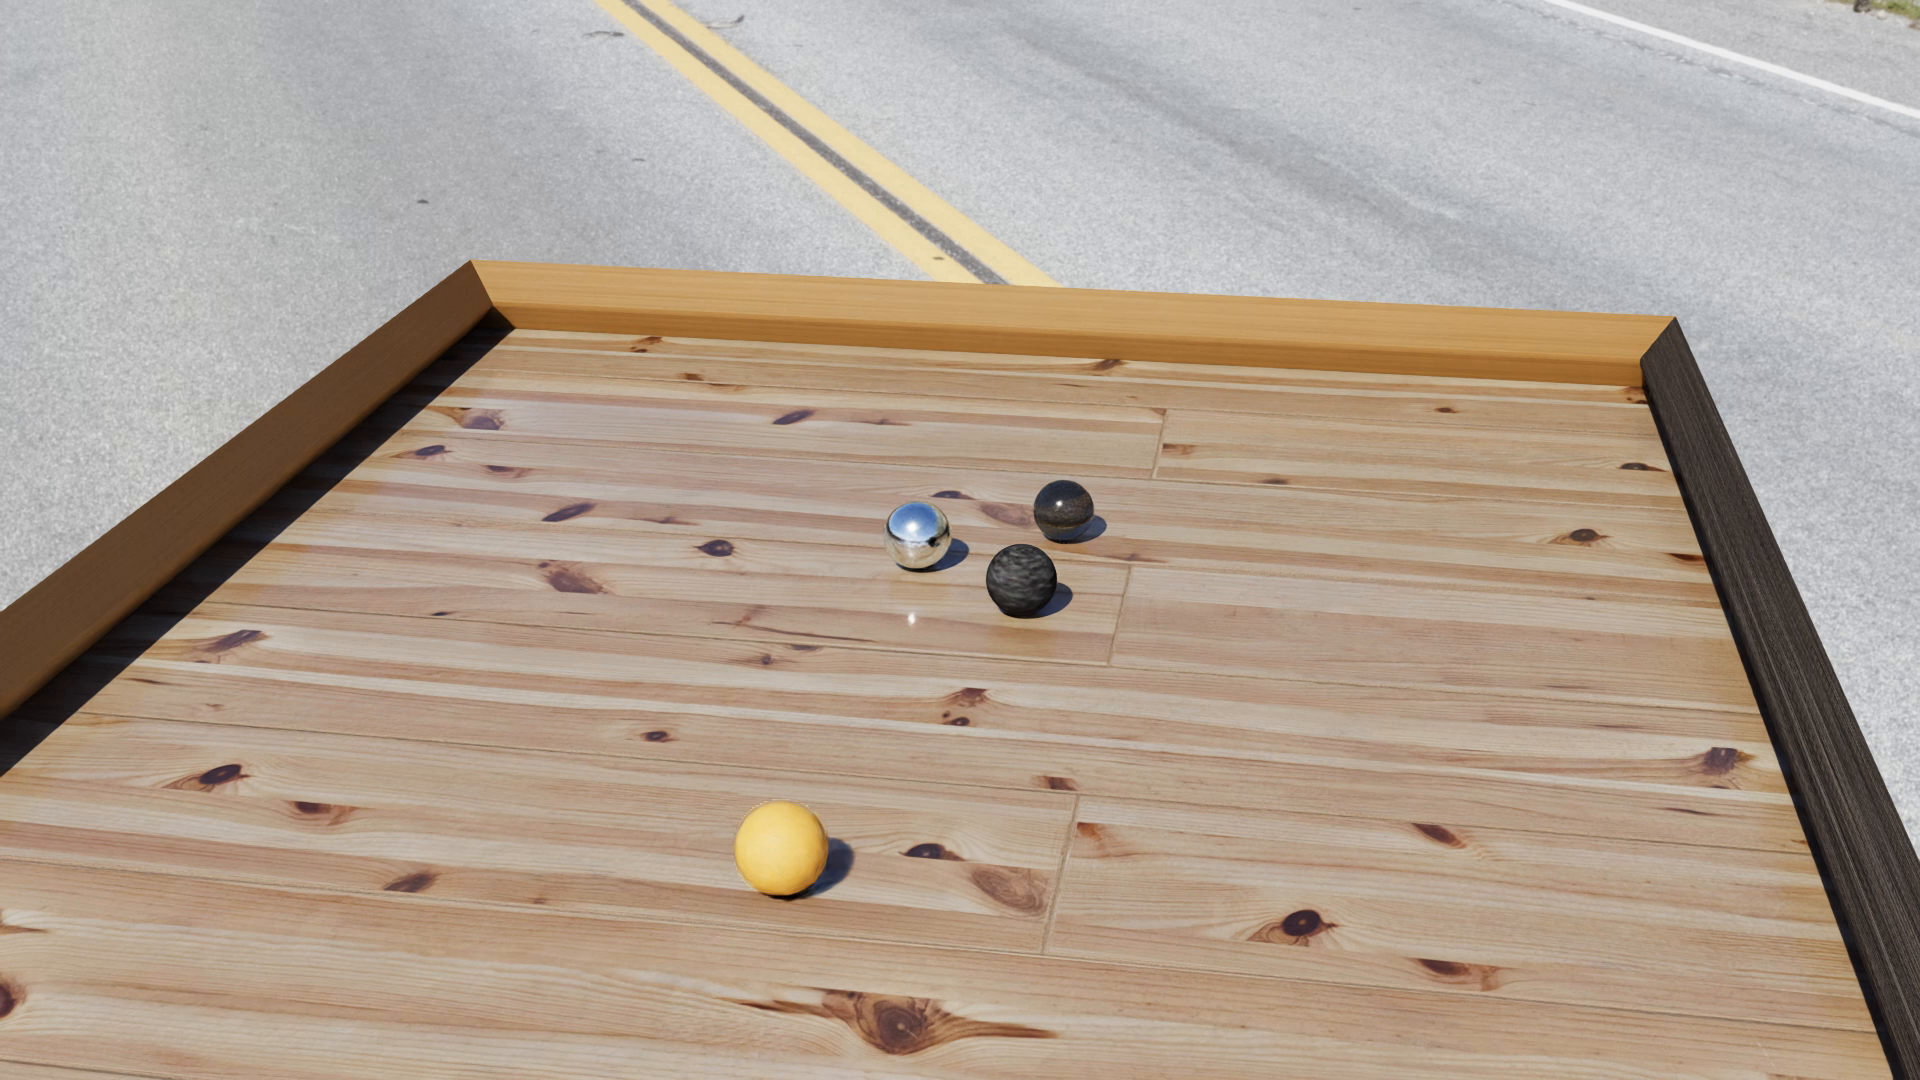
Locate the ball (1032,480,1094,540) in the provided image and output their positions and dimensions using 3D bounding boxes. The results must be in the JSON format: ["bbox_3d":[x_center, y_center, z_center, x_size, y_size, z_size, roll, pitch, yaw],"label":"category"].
[{"bbox_3d":[0.114,-0.033,2.412,0.067,0.067,0.067,0,23,0],"label":"ball"}]

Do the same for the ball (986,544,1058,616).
[{"bbox_3d":[0.063,0.040,2.236,0.073,0.073,0.073,0,23,0],"label":"ball"}]

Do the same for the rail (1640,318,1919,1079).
[{"bbox_3d":[0.667,0.324,1.541,0.045,0.097,2.936,4,23,9],"label":"rail"}]

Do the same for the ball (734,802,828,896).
[{"bbox_3d":[-0.142,0.246,1.753,0.074,0.074,0.074,0,23,0],"label":"ball"}]

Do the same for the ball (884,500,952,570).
[{"bbox_3d":[-0.045,-0.005,2.341,0.073,0.073,0.073,0,23,0],"label":"ball"}]

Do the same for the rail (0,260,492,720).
[{"bbox_3d":[-0.906,0.222,1.779,0.045,0.097,2.936,4,23,9],"label":"rail"}]

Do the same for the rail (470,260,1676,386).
[{"bbox_3d":[0.115,-0.289,2.970,1.641,0.097,0.045,4,23,9],"label":"rail"}]
